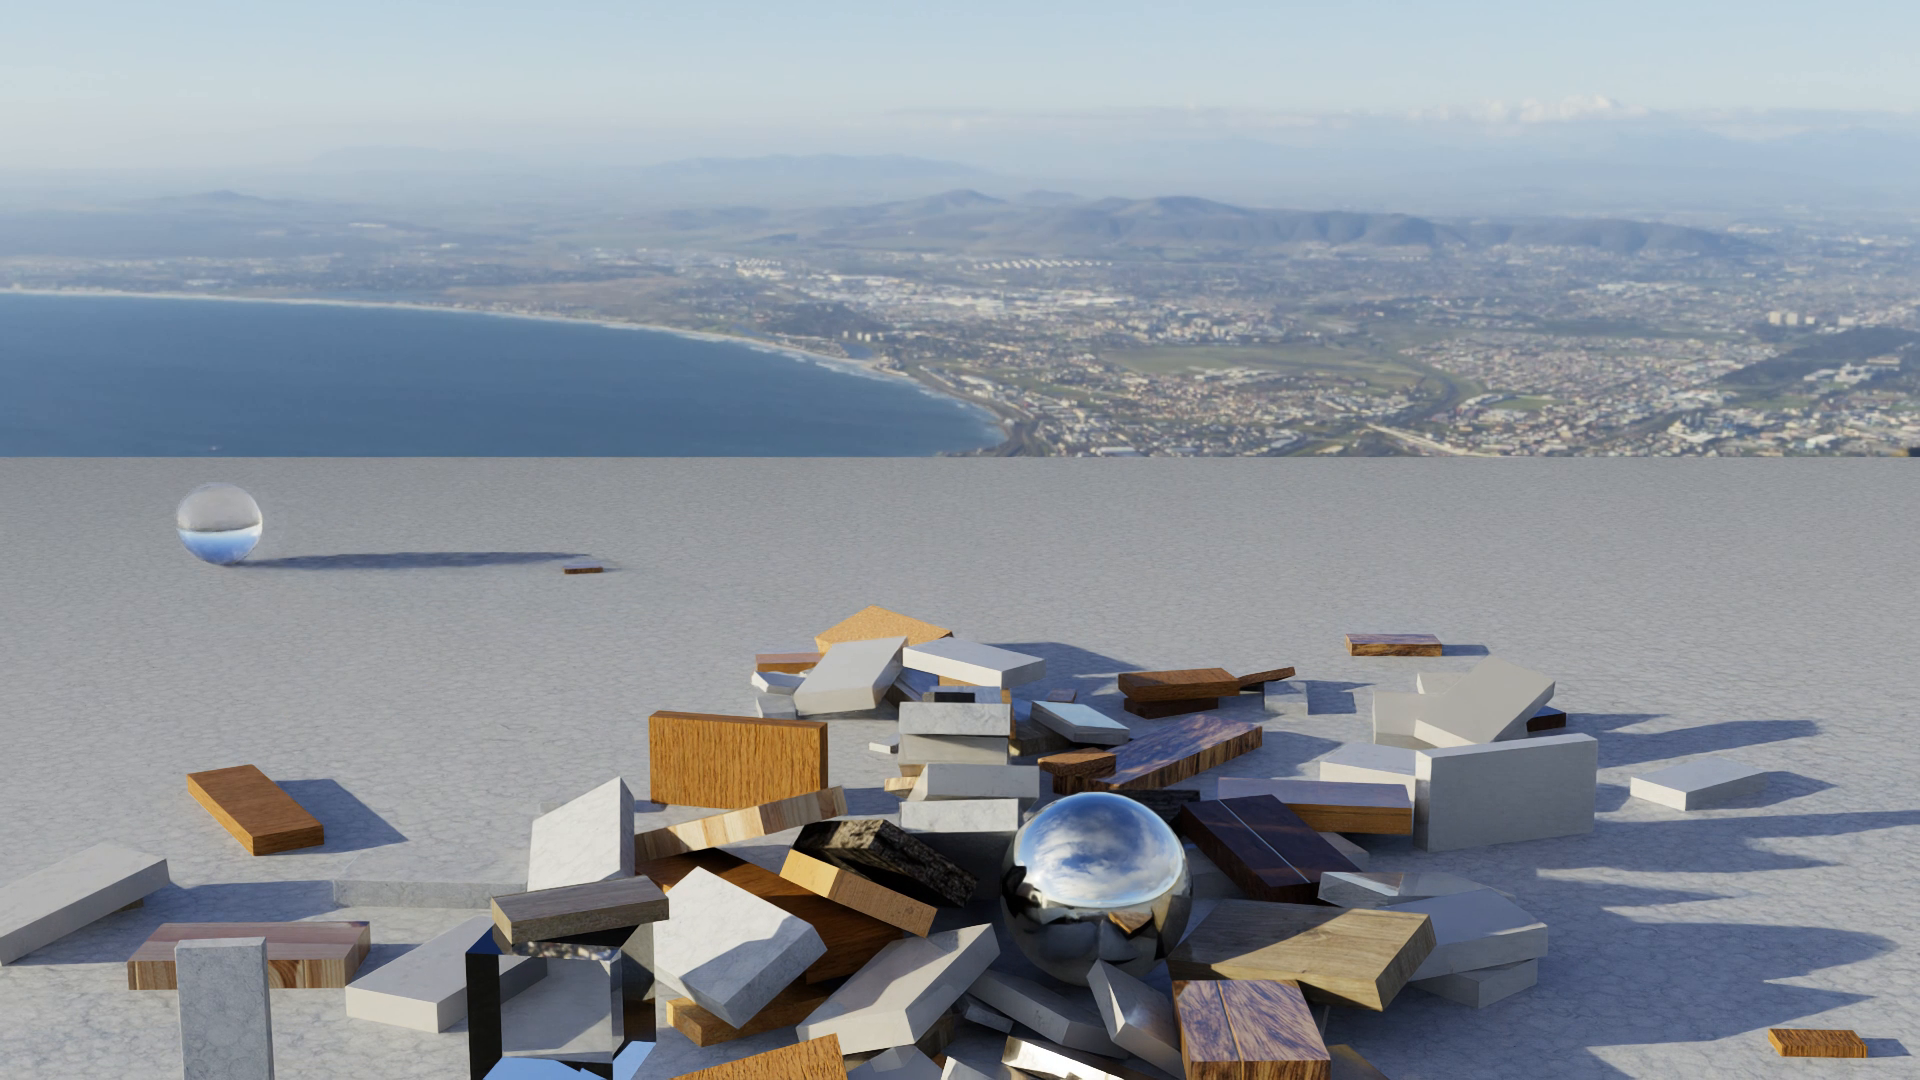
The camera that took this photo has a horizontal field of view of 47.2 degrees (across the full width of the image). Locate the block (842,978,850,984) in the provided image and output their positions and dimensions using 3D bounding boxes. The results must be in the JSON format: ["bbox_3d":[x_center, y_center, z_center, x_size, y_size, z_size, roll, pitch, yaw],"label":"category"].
[{"bbox_3d":[-0.103,0.663,3.222,0.136,0.019,0.068,-1,11,-4],"label":"block"}]

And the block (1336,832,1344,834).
[{"bbox_3d":[0.604,0.513,3.985,0.249,0.035,0.125,-9,14,-40],"label":"block"}]

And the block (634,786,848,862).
[{"bbox_3d":[-0.403,0.480,3.641,0.164,0.046,0.517,-9,-7,-40],"label":"block"}]

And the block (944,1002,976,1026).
[{"bbox_3d":[-0.052,0.678,3.140,0.136,0.019,0.068,-4,11,-22],"label":"block"}]

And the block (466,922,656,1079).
[{"bbox_3d":[-0.535,0.620,2.970,0.196,0.196,0.196,2,11,8],"label":"block"}]

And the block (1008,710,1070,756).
[{"bbox_3d":[0.109,0.399,4.602,0.121,0.034,0.246,-7,12,-32],"label":"block"}]

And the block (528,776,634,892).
[{"bbox_3d":[-0.618,0.516,3.596,0.168,0.048,0.337,-28,21,2],"label":"block"}]

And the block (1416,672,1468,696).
[{"bbox_3d":[1.037,0.356,4.632,0.108,0.031,0.229,0,30,1],"label":"block"}]

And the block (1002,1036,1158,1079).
[{"bbox_3d":[0.283,0.716,2.758,0.508,0.035,0.123,10,-8,42],"label":"block"}]

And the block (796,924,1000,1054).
[{"bbox_3d":[-0.079,0.617,3.023,0.164,0.046,0.328,-14,5,23],"label":"block"}]

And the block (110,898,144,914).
[{"bbox_3d":[-1.428,0.583,3.641,0.086,0.024,0.171,-9,14,-40],"label":"block"}]

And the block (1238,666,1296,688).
[{"bbox_3d":[0.688,0.315,5.017,0.144,0.020,0.072,-7,-11,-33],"label":"block"}]

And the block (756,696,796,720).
[{"bbox_3d":[-0.403,0.368,4.805,0.073,0.021,0.146,-2,11,-10],"label":"block"}]

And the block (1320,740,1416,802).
[{"bbox_3d":[0.903,0.458,4.246,0.371,0.049,0.173,6,12,31],"label":"block"}]

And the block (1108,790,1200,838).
[{"bbox_3d":[0.314,0.497,3.905,0.169,0.048,0.344,-2,4,16],"label":"block"}]

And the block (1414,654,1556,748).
[{"bbox_3d":[1.075,0.343,4.495,0.152,0.043,0.304,23,38,34],"label":"block"}]

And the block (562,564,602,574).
[{"bbox_3d":[-1.090,0.084,6.350,0.109,0.015,0.054,-3,11,-17],"label":"block"}]

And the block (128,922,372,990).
[{"bbox_3d":[-1.073,0.629,3.335,0.319,0.045,0.159,0,11,-1],"label":"block"}]

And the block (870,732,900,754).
[{"bbox_3d":[-0.134,0.419,4.551,0.053,0.015,0.105,7,13,34],"label":"block"}]

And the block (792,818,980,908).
[{"bbox_3d":[-0.123,0.503,3.426,0.173,0.049,0.416,34,-17,-13],"label":"block"}]

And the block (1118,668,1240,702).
[{"bbox_3d":[0.485,0.321,4.880,0.242,0.034,0.121,-2,11,-13],"label":"block"}]

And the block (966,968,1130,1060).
[{"bbox_3d":[0.119,0.659,3.076,0.123,0.035,0.247,21,-4,-35],"label":"block"}]

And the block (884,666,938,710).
[{"bbox_3d":[-0.062,0.339,4.886,0.175,0.050,0.351,-4,11,-19],"label":"block"}]

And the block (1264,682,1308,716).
[{"bbox_3d":[0.723,0.351,4.886,0.093,0.026,0.186,1,11,7],"label":"block"}]

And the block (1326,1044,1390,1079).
[{"bbox_3d":[0.498,0.714,2.822,0.116,0.033,0.231,-3,11,-18],"label":"block"}]

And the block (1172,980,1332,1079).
[{"bbox_3d":[0.380,0.656,2.909,0.173,0.049,0.346,-1,5,2],"label":"block"}]

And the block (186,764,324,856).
[{"bbox_3d":[-1.311,0.496,4.076,0.125,0.035,0.458,-7,12,-32],"label":"block"}]

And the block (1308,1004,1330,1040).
[{"bbox_3d":[0.468,0.669,3.153,0.116,0.033,0.324,3,11,14],"label":"block"}]

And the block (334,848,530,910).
[{"bbox_3d":[-0.862,0.566,3.674,0.319,0.045,0.159,1,11,4],"label":"block"}]

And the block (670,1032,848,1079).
[{"bbox_3d":[-0.280,0.687,2.678,0.291,0.041,0.145,-14,12,-6],"label":"block"}]

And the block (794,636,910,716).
[{"bbox_3d":[-0.235,0.300,4.892,0.176,0.050,0.351,-6,14,14],"label":"block"}]

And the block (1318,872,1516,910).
[{"bbox_3d":[0.730,0.569,3.505,0.293,0.042,0.147,6,4,-35],"label":"block"}]

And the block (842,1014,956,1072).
[{"bbox_3d":[-0.142,0.703,2.900,0.118,0.034,0.340,3,14,29],"label":"block"}]

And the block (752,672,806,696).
[{"bbox_3d":[-0.384,0.325,4.909,0.144,0.020,0.072,10,15,-34],"label":"block"}]

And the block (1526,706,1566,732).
[{"bbox_3d":[1.173,0.383,4.698,0.217,0.031,0.108,-5,12,-25],"label":"block"}]

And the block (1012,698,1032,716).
[{"bbox_3d":[0.147,0.375,4.770,0.072,0.020,0.178,-8,13,-38],"label":"block"}]

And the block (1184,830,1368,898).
[{"bbox_3d":[0.429,0.557,3.732,0.518,0.042,0.147,-4,11,-20],"label":"block"}]

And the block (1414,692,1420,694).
[{"bbox_3d":[1.075,0.355,4.863,0.186,0.026,0.093,-6,12,-30],"label":"block"}]

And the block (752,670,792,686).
[{"bbox_3d":[-0.404,0.327,5.031,0.072,0.020,0.143,-10,15,-43],"label":"block"}]

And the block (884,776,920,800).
[{"bbox_3d":[-0.047,0.417,3.726,0.146,0.021,0.073,-10,-24,32],"label":"block"}]

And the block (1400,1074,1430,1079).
[{"bbox_3d":[0.588,0.730,2.868,0.058,0.016,0.115,6,12,31],"label":"block"}]

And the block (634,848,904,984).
[{"bbox_3d":[-0.313,0.570,3.385,0.168,0.048,0.545,-7,10,-36],"label":"block"}]

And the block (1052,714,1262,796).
[{"bbox_3d":[0.402,0.435,4.386,0.152,0.043,0.532,8,13,37],"label":"block"}]

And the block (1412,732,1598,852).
[{"bbox_3d":[0.979,0.451,3.942,0.346,0.173,0.049,-4,11,-19],"label":"block"}]
